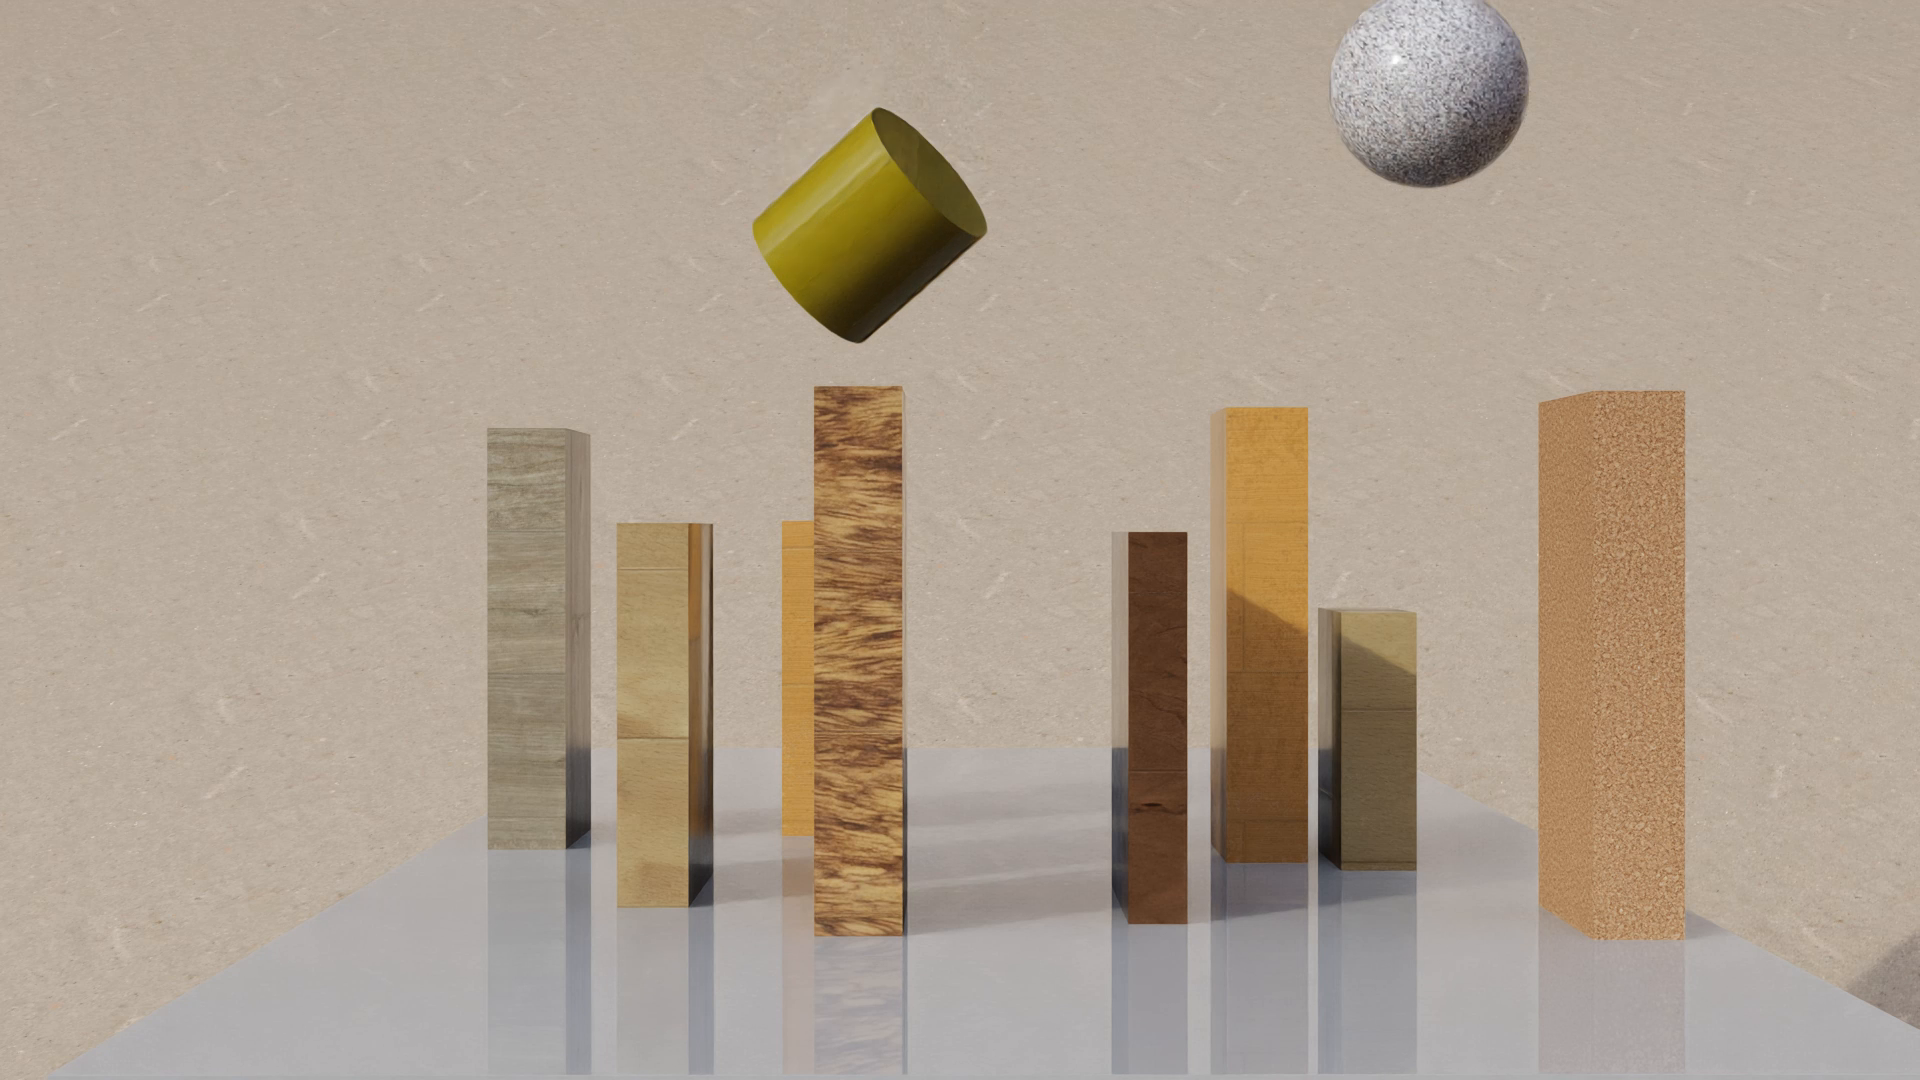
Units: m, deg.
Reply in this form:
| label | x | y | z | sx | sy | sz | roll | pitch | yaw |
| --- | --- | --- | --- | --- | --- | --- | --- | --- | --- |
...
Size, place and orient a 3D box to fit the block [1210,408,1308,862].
| label | x | y | z | sx | sy | sz | roll | pitch | yaw |
| --- | --- | --- | --- | --- | --- | --- | --- | --- | --- |
| block | 0.514 | 0.159 | 4.467 | 0.136 | 0.763 | 0.275 | 0 | 0 | 0 |

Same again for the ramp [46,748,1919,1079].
| label | x | y | z | sx | sy | sz | roll | pitch | yaw |
| --- | --- | --- | --- | --- | --- | --- | --- | --- | --- |
| ramp | 0.066 | 0.590 | 4.642 | 2.000 | 0.100 | 4.000 | 0 | 0 | 0 |

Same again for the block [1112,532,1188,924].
| label | x | y | z | sx | sy | sz | roll | pitch | yaw |
| --- | --- | --- | --- | --- | --- | --- | --- | --- | --- |
| block | 0.279 | 0.265 | 3.852 | 0.084 | 0.554 | 0.397 | 0 | 0 | 0 |

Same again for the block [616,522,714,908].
| label | x | y | z | sx | sy | sz | roll | pitch | yaw |
| --- | --- | --- | --- | --- | --- | --- | --- | --- | --- |
| block | -0.454 | 0.258 | 4.012 | 0.105 | 0.568 | 0.391 | 0 | 0 | 0 |

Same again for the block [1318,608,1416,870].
| label | x | y | z | sx | sy | sz | roll | pitch | yaw |
| --- | --- | --- | --- | --- | --- | --- | --- | --- | --- |
| block | 0.685 | 0.329 | 4.366 | 0.123 | 0.422 | 0.274 | 0 | 0 | 0 |

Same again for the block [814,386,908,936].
| label | x | y | z | sx | sy | sz | roll | pitch | yaw |
| --- | --- | --- | --- | --- | --- | --- | --- | --- | --- |
| block | -0.140 | 0.166 | 3.717 | 0.121 | 0.754 | 0.348 | 0 | 0 | 0 |

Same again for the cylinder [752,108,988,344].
| label | x | y | z | sx | sy | sz | roll | pitch | yaw |
| --- | --- | --- | --- | --- | --- | --- | --- | --- | --- |
| cylinder | -0.083 | -0.289 | 2.380 | 0.153 | 0.153 | 0.153 | -40 | 23 | 19 |

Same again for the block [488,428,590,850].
| label | x | y | z | sx | sy | sz | roll | pitch | yaw |
| --- | --- | --- | --- | --- | --- | --- | --- | --- | --- |
| block | -0.757 | 0.172 | 4.670 | 0.136 | 0.736 | 0.311 | 0 | 0 | 0 |

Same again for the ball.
| label | x | y | z | sx | sy | sz | roll | pitch | yaw |
| --- | --- | --- | --- | --- | --- | --- | --- | --- | --- |
| ball | 0.465 | -0.448 | 2.565 | 0.197 | 0.197 | 0.197 | 0 | 29 | 0 |

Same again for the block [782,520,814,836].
| label | x | y | z | sx | sy | sz | roll | pitch | yaw |
| --- | --- | --- | --- | --- | --- | --- | --- | --- | --- |
| block | -0.273 | 0.252 | 4.858 | 0.103 | 0.574 | 0.283 | 0 | 0 | 0 |

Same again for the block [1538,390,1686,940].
| label | x | y | z | sx | sy | sz | roll | pitch | yaw |
| --- | --- | --- | --- | --- | --- | --- | --- | --- | --- |
| block | 0.922 | 0.170 | 3.677 | 0.124 | 0.745 | 0.332 | 0 | 0 | 0 |
